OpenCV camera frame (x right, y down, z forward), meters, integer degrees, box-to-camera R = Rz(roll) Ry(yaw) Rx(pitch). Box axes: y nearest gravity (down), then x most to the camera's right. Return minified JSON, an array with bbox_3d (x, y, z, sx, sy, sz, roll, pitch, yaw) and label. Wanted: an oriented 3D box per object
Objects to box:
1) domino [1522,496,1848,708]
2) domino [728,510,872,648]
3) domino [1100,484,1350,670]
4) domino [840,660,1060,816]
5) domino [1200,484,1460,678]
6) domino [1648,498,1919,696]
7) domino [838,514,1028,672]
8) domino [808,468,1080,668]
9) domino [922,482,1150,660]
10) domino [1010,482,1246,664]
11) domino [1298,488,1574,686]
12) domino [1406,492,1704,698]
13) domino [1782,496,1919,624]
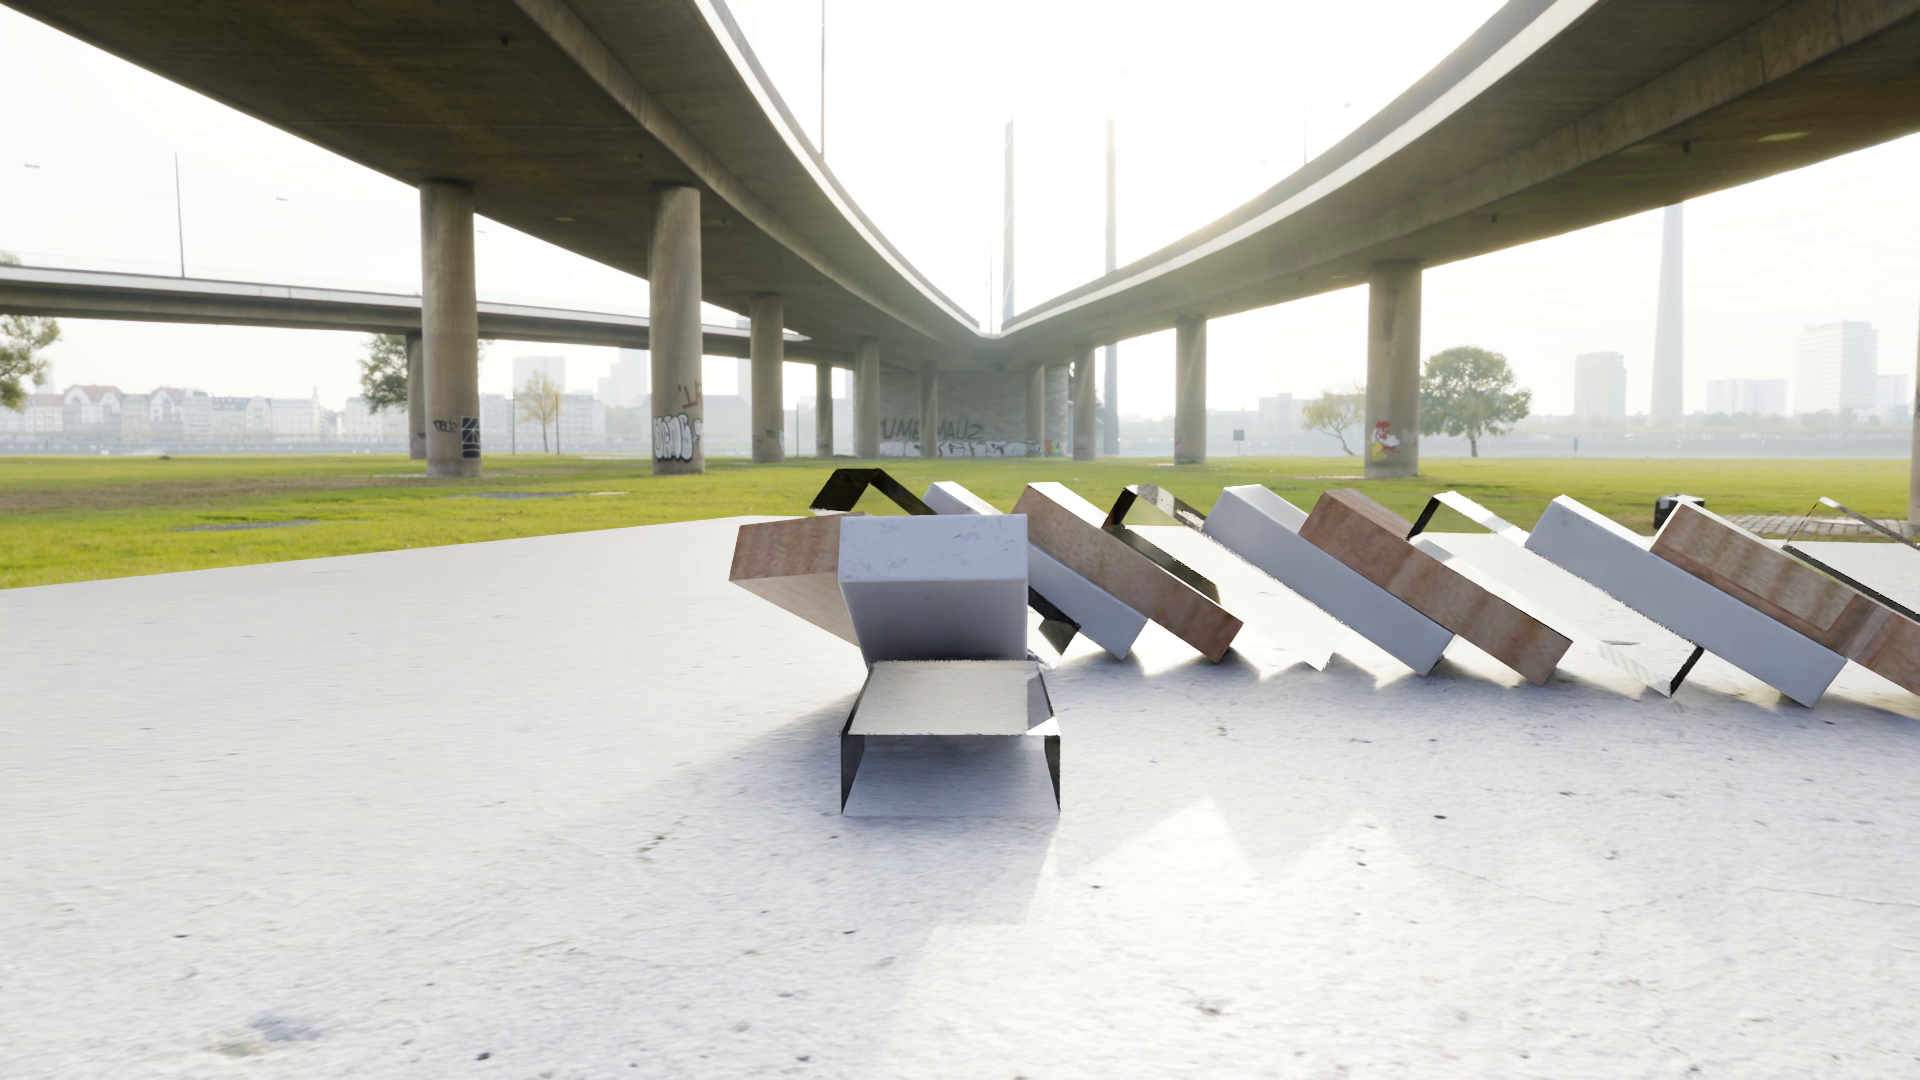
[{"bbox_3d":[0.126,0.009,0.225,0.050,0.010,0.025,34,19,23],"label":"domino"},{"bbox_3d":[-0.012,0.010,0.216,0.025,0.009,0.050,-5,-24,32],"label":"domino"},{"bbox_3d":[0.055,0.006,0.258,0.050,0.010,0.025,34,15,16],"label":"domino"},{"bbox_3d":[-0.001,0.025,0.171,0.025,0.009,0.050,0,4,1],"label":"domino"},{"bbox_3d":[0.074,0.007,0.252,0.050,0.009,0.025,36,20,22],"label":"domino"},{"bbox_3d":[0.144,0.010,0.217,0.050,0.010,0.025,34,19,23],"label":"domino"},{"bbox_3d":[-0.002,0.012,0.192,0.025,0.009,0.050,-1,-25,2],"label":"domino"},{"bbox_3d":[-0.003,0.005,0.244,0.050,0.009,0.025,38,-12,-20],"label":"domino"},{"bbox_3d":[0.015,0.005,0.263,0.050,0.009,0.025,33,7,6],"label":"domino"},{"bbox_3d":[0.035,0.006,0.262,0.050,0.010,0.025,34,12,13],"label":"domino"},{"bbox_3d":[0.091,0.008,0.243,0.050,0.009,0.025,35,19,22],"label":"domino"},{"bbox_3d":[0.108,0.008,0.234,0.050,0.010,0.025,35,19,22],"label":"domino"},{"bbox_3d":[0.162,0.010,0.208,0.050,0.009,0.025,37,23,28],"label":"domino"}]
